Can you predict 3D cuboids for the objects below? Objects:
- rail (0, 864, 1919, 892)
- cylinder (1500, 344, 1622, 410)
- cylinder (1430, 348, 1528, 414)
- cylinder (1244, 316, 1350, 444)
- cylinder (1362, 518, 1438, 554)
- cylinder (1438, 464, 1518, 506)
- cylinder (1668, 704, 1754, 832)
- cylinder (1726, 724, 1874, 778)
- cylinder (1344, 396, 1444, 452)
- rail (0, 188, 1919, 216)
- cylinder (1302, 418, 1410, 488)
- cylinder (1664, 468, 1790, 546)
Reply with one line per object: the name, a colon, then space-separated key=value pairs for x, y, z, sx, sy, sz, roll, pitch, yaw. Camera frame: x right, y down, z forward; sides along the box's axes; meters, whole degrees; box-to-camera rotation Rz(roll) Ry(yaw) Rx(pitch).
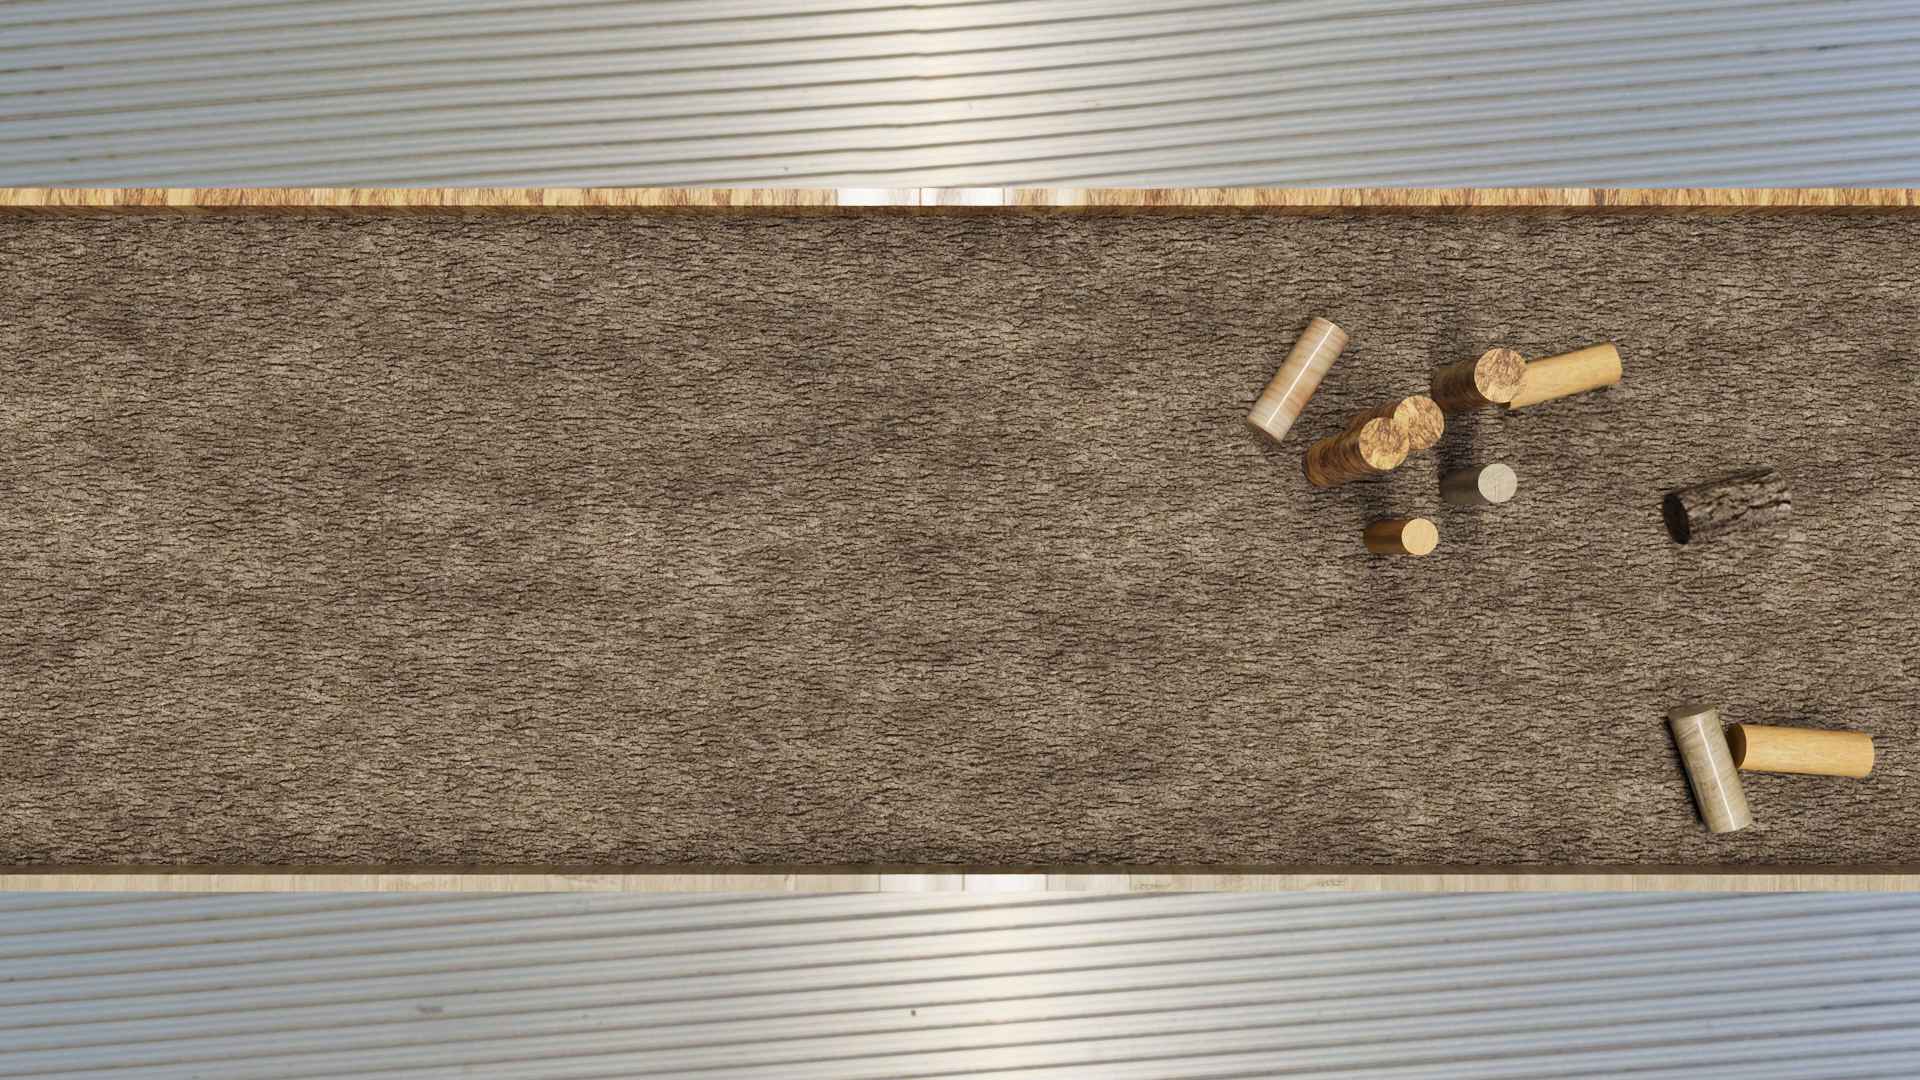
rail: x=-2.247 y=1.025 z=5.001 sx=12.000 sy=0.150 sz=0.050 roll=0 pitch=90 yaw=0
cylinder: x=1.816 y=-0.496 z=5.015 sx=0.344 sy=0.123 sz=0.123 roll=-14 pitch=90 yaw=0
cylinder: x=1.522 y=-0.462 z=4.856 sx=0.153 sy=0.440 sz=0.153 roll=0 pitch=90 yaw=0
cylinder: x=1.023 y=-0.485 z=5.011 sx=0.130 sy=0.130 sz=0.378 roll=34 pitch=90 yaw=0
cylinder: x=1.290 y=-0.009 z=4.851 sx=0.102 sy=0.450 sz=0.102 roll=0 pitch=90 yaw=0
cylinder: x=1.530 y=-0.162 z=4.884 sx=0.111 sy=0.384 sz=0.111 roll=0 pitch=90 yaw=0
cylinder: x=2.279 y=0.692 z=5.008 sx=0.137 sy=0.137 sz=0.364 roll=-19 pitch=90 yaw=0
cylinder: x=2.547 y=0.639 z=5.008 sx=0.383 sy=0.137 sz=0.137 roll=4 pitch=90 yaw=0
cylinder: x=1.281 y=-0.326 z=4.887 sx=0.154 sy=0.357 sz=0.154 roll=1 pitch=87 yaw=-9
rail: x=-2.247 y=-1.025 z=5.002 sx=12.000 sy=0.150 sz=0.050 roll=0 pitch=90 yaw=0
cylinder: x=1.156 y=-0.252 z=4.843 sx=0.148 sy=0.448 sz=0.148 roll=1 pitch=85 yaw=-8
cylinder: x=2.321 y=-0.100 z=4.996 sx=0.311 sy=0.162 sz=0.162 roll=-14 pitch=90 yaw=0
